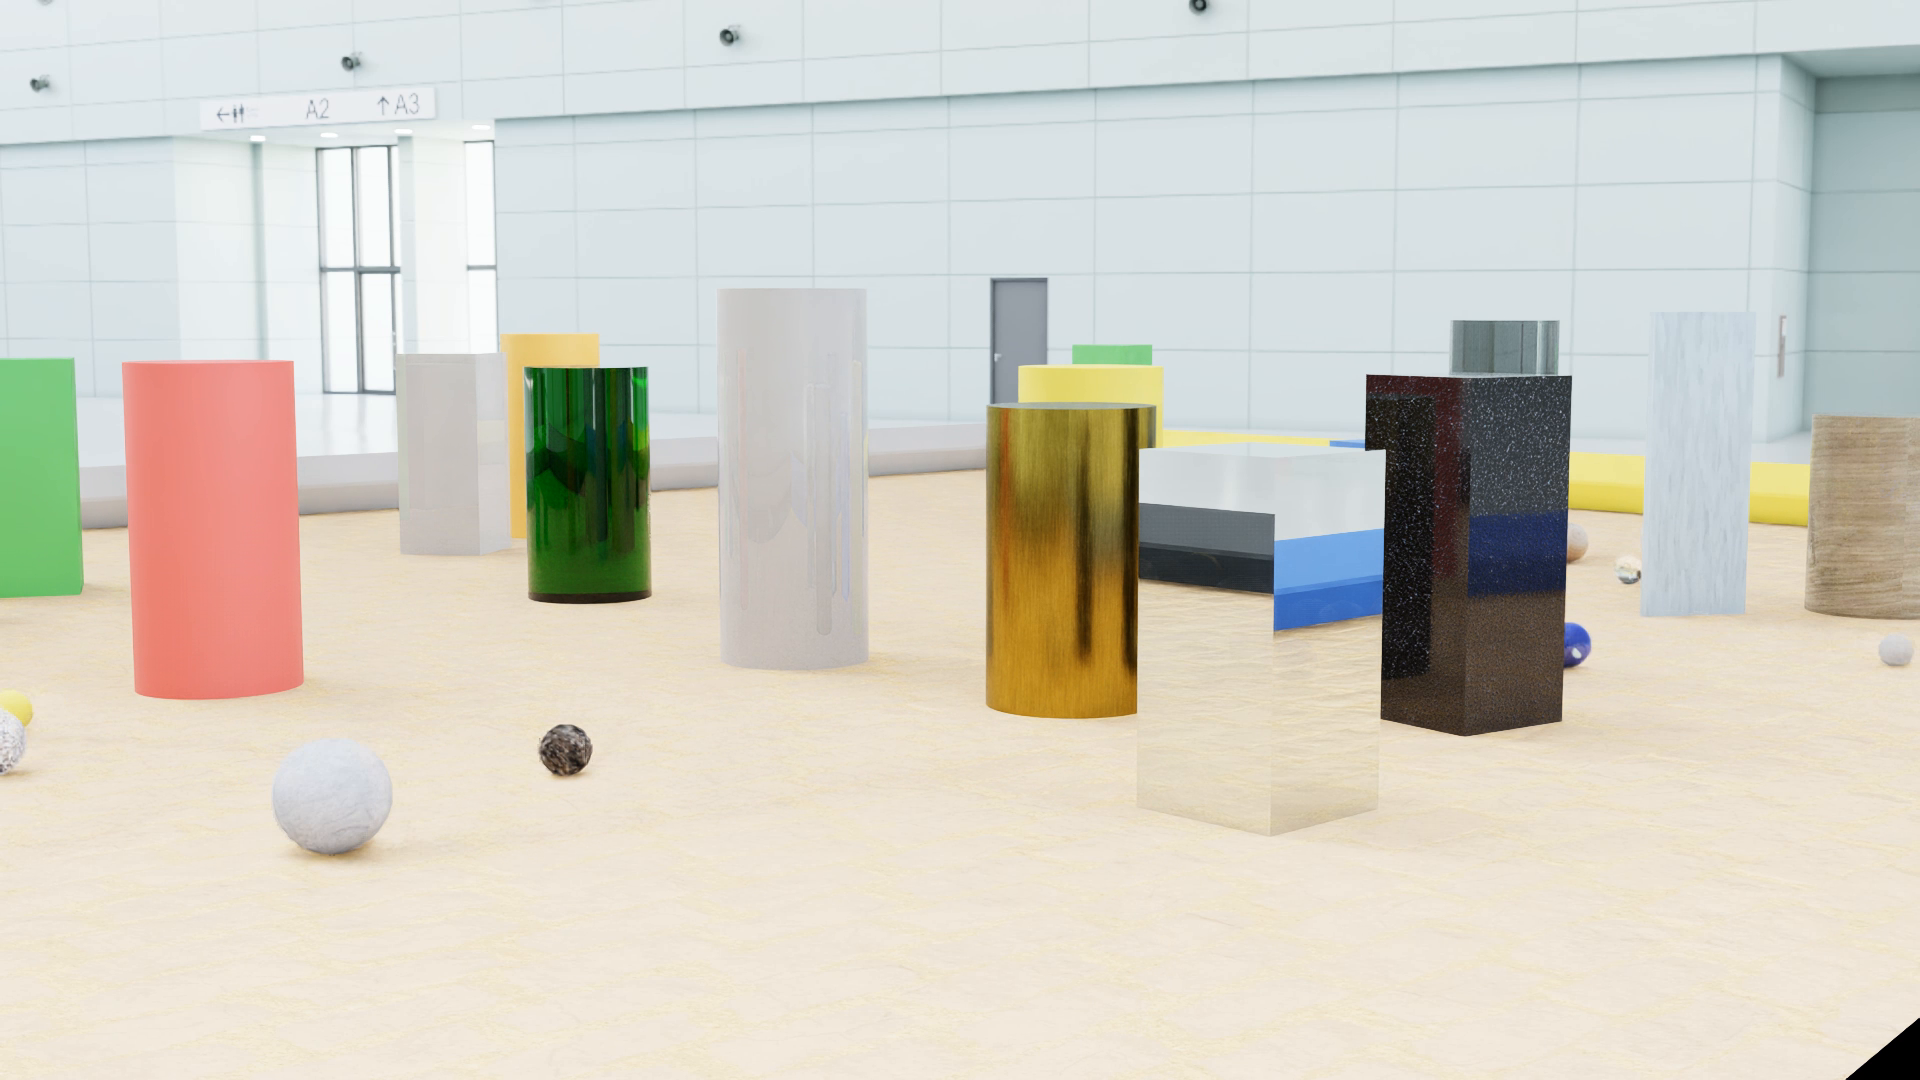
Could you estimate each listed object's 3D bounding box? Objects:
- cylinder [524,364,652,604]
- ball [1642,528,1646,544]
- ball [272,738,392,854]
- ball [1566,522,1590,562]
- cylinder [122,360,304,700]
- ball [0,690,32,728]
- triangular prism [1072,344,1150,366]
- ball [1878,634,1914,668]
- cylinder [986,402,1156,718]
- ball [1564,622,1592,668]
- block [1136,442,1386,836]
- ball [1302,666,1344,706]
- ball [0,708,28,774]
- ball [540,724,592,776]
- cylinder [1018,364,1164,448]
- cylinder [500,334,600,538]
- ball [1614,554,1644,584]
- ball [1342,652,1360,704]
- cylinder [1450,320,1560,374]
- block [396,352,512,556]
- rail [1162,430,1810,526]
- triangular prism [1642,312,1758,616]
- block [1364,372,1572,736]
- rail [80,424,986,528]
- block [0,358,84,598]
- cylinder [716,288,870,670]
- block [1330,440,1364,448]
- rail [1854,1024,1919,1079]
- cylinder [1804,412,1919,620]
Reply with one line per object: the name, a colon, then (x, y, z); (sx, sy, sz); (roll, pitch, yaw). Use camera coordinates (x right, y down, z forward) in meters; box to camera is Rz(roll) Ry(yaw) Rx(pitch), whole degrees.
cylinder: (-0.573, -0.090, 3.392); (0.190, 0.355, 0.190); (0, 6, 0)
ball: (1.278, -0.005, 4.037); (0.052, 0.052, 0.052); (0, 6, 0)
ball: (-0.514, 0.209, 1.801); (0.095, 0.095, 0.095); (0, 6, 0)
ball: (1.069, 0.004, 3.861); (0.070, 0.070, 0.070); (0, 6, 0)
cylinder: (-0.876, -0.018, 2.582); (0.190, 0.382, 0.190); (0, 6, 0)
ball: (-0.997, 0.180, 2.306); (0.046, 0.046, 0.046); (0, 6, 0)
triangular prism: (0.340, -0.222, 4.584); (0.143, 0.368, 0.165); (-4, 7, -33)
ball: (1.164, 0.138, 2.735); (0.041, 0.041, 0.041); (0, 6, 0)
cylinder: (0.124, 0.017, 2.468); (0.190, 0.337, 0.190); (0, 6, 0)
ball: (0.754, 0.130, 2.730); (0.057, 0.057, 0.057); (0, 6, 0)
block: (0.265, 0.080, 1.947); (0.152, 0.321, 0.152); (-6, 8, -43)
ball: (0.407, 0.164, 2.467); (0.046, 0.046, 0.046); (0, 6, 0)
ball: (-0.925, 0.193, 2.098); (0.065, 0.065, 0.065); (0, 6, 0)
ball: (-0.376, 0.200, 2.098); (0.050, 0.050, 0.050); (0, 6, 0)
cylinder: (0.172, -0.045, 2.908); (0.190, 0.368, 0.190); (0, 6, 0)
cylinder: (-0.803, -0.208, 4.323); (0.190, 0.395, 0.190); (0, 6, 0)
ball: (1.084, 0.048, 3.560); (0.047, 0.047, 0.047); (0, 6, 0)
ball: (0.461, 0.155, 2.466); (0.064, 0.064, 0.064); (0, 6, 0)
cylinder: (0.970, -0.181, 3.936); (0.190, 0.423, 0.190); (0, 6, 0)
block: (-0.928, -0.161, 4.034); (0.152, 0.363, 0.152); (1, 6, 10)
rail: (1.511, -0.114, 4.719); (0.045, 0.124, 4.038); (-6, 8, -42)
triangular prism: (1.054, -0.116, 3.246); (0.165, 0.439, 0.143); (-1, 6, -12)
block: (0.545, 0.008, 2.377); (0.152, 0.373, 0.152); (-4, 7, -34)
rail: (-1.353, -0.122, 4.790); (4.160, 0.124, 0.045); (-6, 8, -42)
block: (-1.467, -0.101, 3.452); (0.152, 0.366, 0.152); (-2, 6, -20)
cylinder: (-0.211, -0.082, 2.781); (0.190, 0.468, 0.190); (0, 6, 0)
block: (0.564, 0.018, 2.729); (0.152, 0.280, 0.152); (-4, 7, -30)
rail: (1.353, 0.186, 1.874); (4.160, 0.124, 0.045); (-6, 8, -42)
cylinder: (1.347, -0.039, 3.229); (0.190, 0.290, 0.190); (0, 6, 0)
